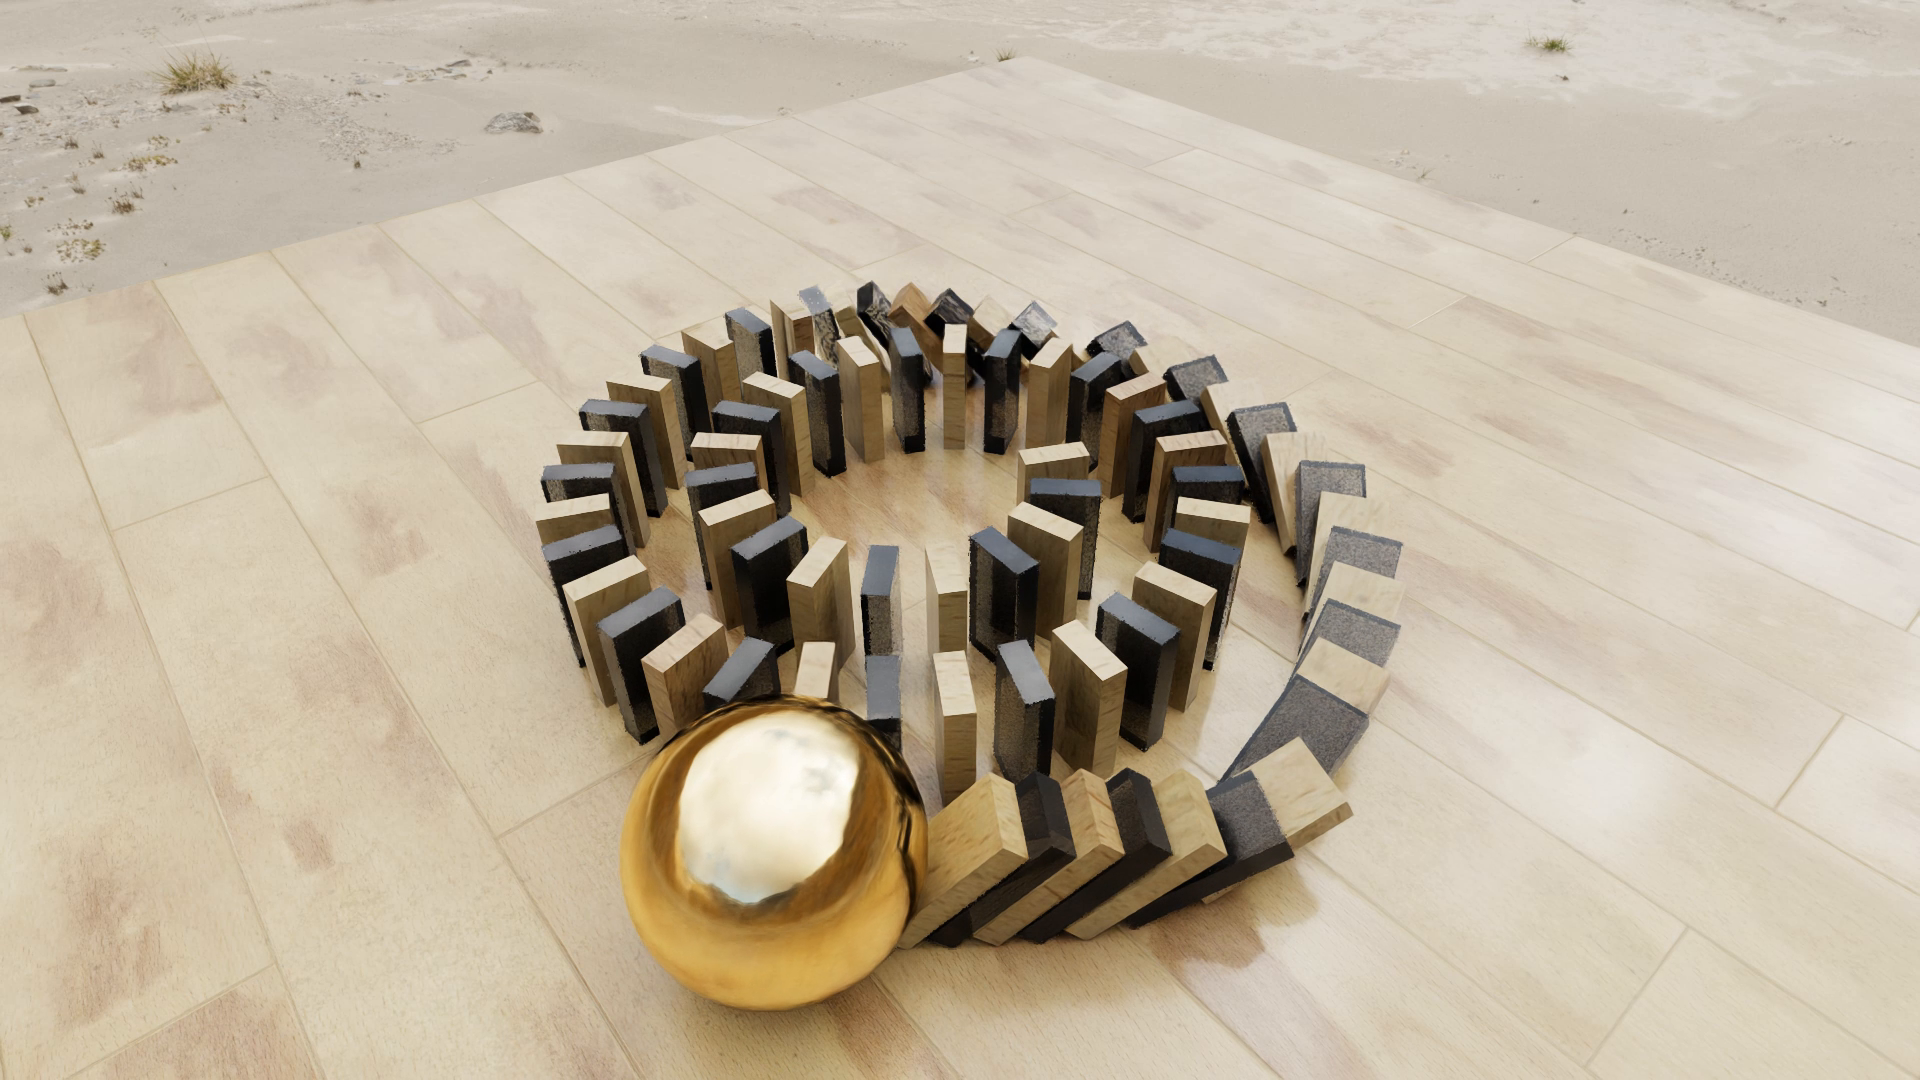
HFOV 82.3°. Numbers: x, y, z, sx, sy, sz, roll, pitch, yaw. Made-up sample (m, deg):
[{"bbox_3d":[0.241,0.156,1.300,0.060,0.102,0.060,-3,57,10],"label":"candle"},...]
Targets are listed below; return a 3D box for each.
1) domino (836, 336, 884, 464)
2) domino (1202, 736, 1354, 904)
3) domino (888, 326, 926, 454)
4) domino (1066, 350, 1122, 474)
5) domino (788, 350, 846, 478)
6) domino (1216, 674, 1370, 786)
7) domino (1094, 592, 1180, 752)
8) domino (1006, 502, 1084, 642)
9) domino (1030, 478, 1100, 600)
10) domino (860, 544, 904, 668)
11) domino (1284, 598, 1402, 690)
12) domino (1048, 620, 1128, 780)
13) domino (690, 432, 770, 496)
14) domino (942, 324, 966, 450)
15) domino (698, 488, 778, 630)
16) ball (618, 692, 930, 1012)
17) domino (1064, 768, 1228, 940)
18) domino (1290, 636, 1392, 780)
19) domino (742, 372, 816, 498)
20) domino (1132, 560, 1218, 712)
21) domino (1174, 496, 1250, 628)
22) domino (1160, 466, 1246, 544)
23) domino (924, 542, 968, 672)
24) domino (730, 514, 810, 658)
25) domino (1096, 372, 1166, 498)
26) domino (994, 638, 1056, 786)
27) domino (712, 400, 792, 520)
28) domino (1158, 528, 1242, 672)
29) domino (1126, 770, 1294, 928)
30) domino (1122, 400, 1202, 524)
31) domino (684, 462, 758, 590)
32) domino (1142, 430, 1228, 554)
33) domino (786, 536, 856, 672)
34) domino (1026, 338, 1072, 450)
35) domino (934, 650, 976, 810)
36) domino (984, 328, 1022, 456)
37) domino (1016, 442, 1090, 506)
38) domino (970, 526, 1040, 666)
[{"bbox_3d":[-0.044,-0.062,0.487,0.009,0.050,0.025,-18,43,-20],"label":"domino"},{"bbox_3d":[0.087,0.083,0.325,0.050,0.009,0.025,-33,43,5],"label":"domino"},{"bbox_3d":[-0.024,-0.067,0.493,0.009,0.050,0.025,-10,40,-12],"label":"domino"},{"bbox_3d":[0.057,-0.054,0.477,0.009,0.050,0.025,27,46,29],"label":"domino"},{"bbox_3d":[-0.062,-0.054,0.478,0.009,0.050,0.025,-27,46,-29],"label":"domino"},{"bbox_3d":[0.102,0.069,0.341,0.025,0.009,0.050,32,78,33],"label":"domino"},{"bbox_3d":[0.056,0.044,0.358,0.010,0.050,0.025,-32,49,-33],"label":"domino"},{"bbox_3d":[0.030,0.013,0.396,0.025,0.050,0.009,24,45,27],"label":"domino"},{"bbox_3d":[0.038,0.000,0.411,0.025,0.050,0.009,3,39,3],"label":"domino"},{"bbox_3d":[-0.026,0.029,0.376,0.010,0.050,0.025,3,39,3],"label":"domino"},{"bbox_3d":[0.125,0.047,0.369,0.025,0.010,0.050,23,73,25],"label":"domino"},{"bbox_3d":[0.039,0.052,0.348,0.009,0.050,0.025,-22,44,-25],"label":"domino"},{"bbox_3d":[-0.089,-0.018,0.434,0.025,0.050,0.009,3,39,4],"label":"domino"},{"bbox_3d":[-0.002,-0.069,0.495,0.010,0.050,0.025,1,39,1],"label":"domino"},{"bbox_3d":[-0.078,0.008,0.402,0.025,0.050,0.010,-22,44,-24],"label":"domino"},{"bbox_3d":[-0.048,0.081,0.289,0.080,0.080,0.080,0,39,0],"label":"ball"},{"bbox_3d":[0.049,0.089,0.310,0.050,0.009,0.025,-40,34,22],"label":"domino"},{"bbox_3d":[0.115,0.059,0.354,0.025,0.009,0.050,29,75,30],"label":"domino"},{"bbox_3d":[-0.076,-0.044,0.466,0.025,0.050,0.010,21,44,24],"label":"domino"},{"bbox_3d":[0.070,0.033,0.371,0.025,0.050,0.010,25,45,27],"label":"domino"},{"bbox_3d":[0.089,0.009,0.401,0.025,0.050,0.010,9,40,11],"label":"domino"},{"bbox_3d":[0.091,-0.005,0.417,0.025,0.050,0.010,-1,39,-1],"label":"domino"},{"bbox_3d":[-0.005,0.028,0.377,0.009,0.050,0.025,-7,40,-9],"label":"domino"},{"bbox_3d":[-0.065,0.018,0.389,0.009,0.050,0.025,32,49,33],"label":"domino"},{"bbox_3d":[0.072,-0.044,0.465,0.025,0.050,0.010,-23,45,-26],"label":"domino"},{"bbox_3d":[0.019,0.058,0.341,0.009,0.050,0.025,-11,41,-14],"label":"domino"},{"bbox_3d":[-0.085,-0.032,0.450,0.025,0.050,0.010,11,41,13],"label":"domino"},{"bbox_3d":[0.081,0.021,0.385,0.025,0.050,0.009,18,43,21],"label":"domino"},{"bbox_3d":[0.067,0.089,0.317,0.050,0.009,0.025,-29,39,11],"label":"domino"},{"bbox_3d":[0.082,-0.032,0.450,0.025,0.050,0.010,-14,41,-17],"label":"domino"},{"bbox_3d":[-0.087,-0.005,0.417,0.025,0.050,0.010,-10,40,-12],"label":"domino"},{"bbox_3d":[0.088,-0.018,0.434,0.025,0.050,0.009,-8,40,-9],"label":"domino"},{"bbox_3d":[-0.047,0.026,0.380,0.010,0.050,0.025,14,41,17],"label":"domino"},{"bbox_3d":[0.039,-0.061,0.486,0.009,0.050,0.025,18,43,21],"label":"domino"},{"bbox_3d":[-0.002,0.061,0.337,0.010,0.050,0.025,-5,40,-6],"label":"domino"},{"bbox_3d":[0.019,-0.066,0.492,0.009,0.050,0.025,11,41,13],"label":"domino"},{"bbox_3d":[0.035,-0.013,0.428,0.025,0.050,0.009,-9,40,-11],"label":"domino"},{"bbox_3d":[0.015,0.023,0.384,0.010,0.050,0.025,-26,46,-28],"label":"domino"}]
